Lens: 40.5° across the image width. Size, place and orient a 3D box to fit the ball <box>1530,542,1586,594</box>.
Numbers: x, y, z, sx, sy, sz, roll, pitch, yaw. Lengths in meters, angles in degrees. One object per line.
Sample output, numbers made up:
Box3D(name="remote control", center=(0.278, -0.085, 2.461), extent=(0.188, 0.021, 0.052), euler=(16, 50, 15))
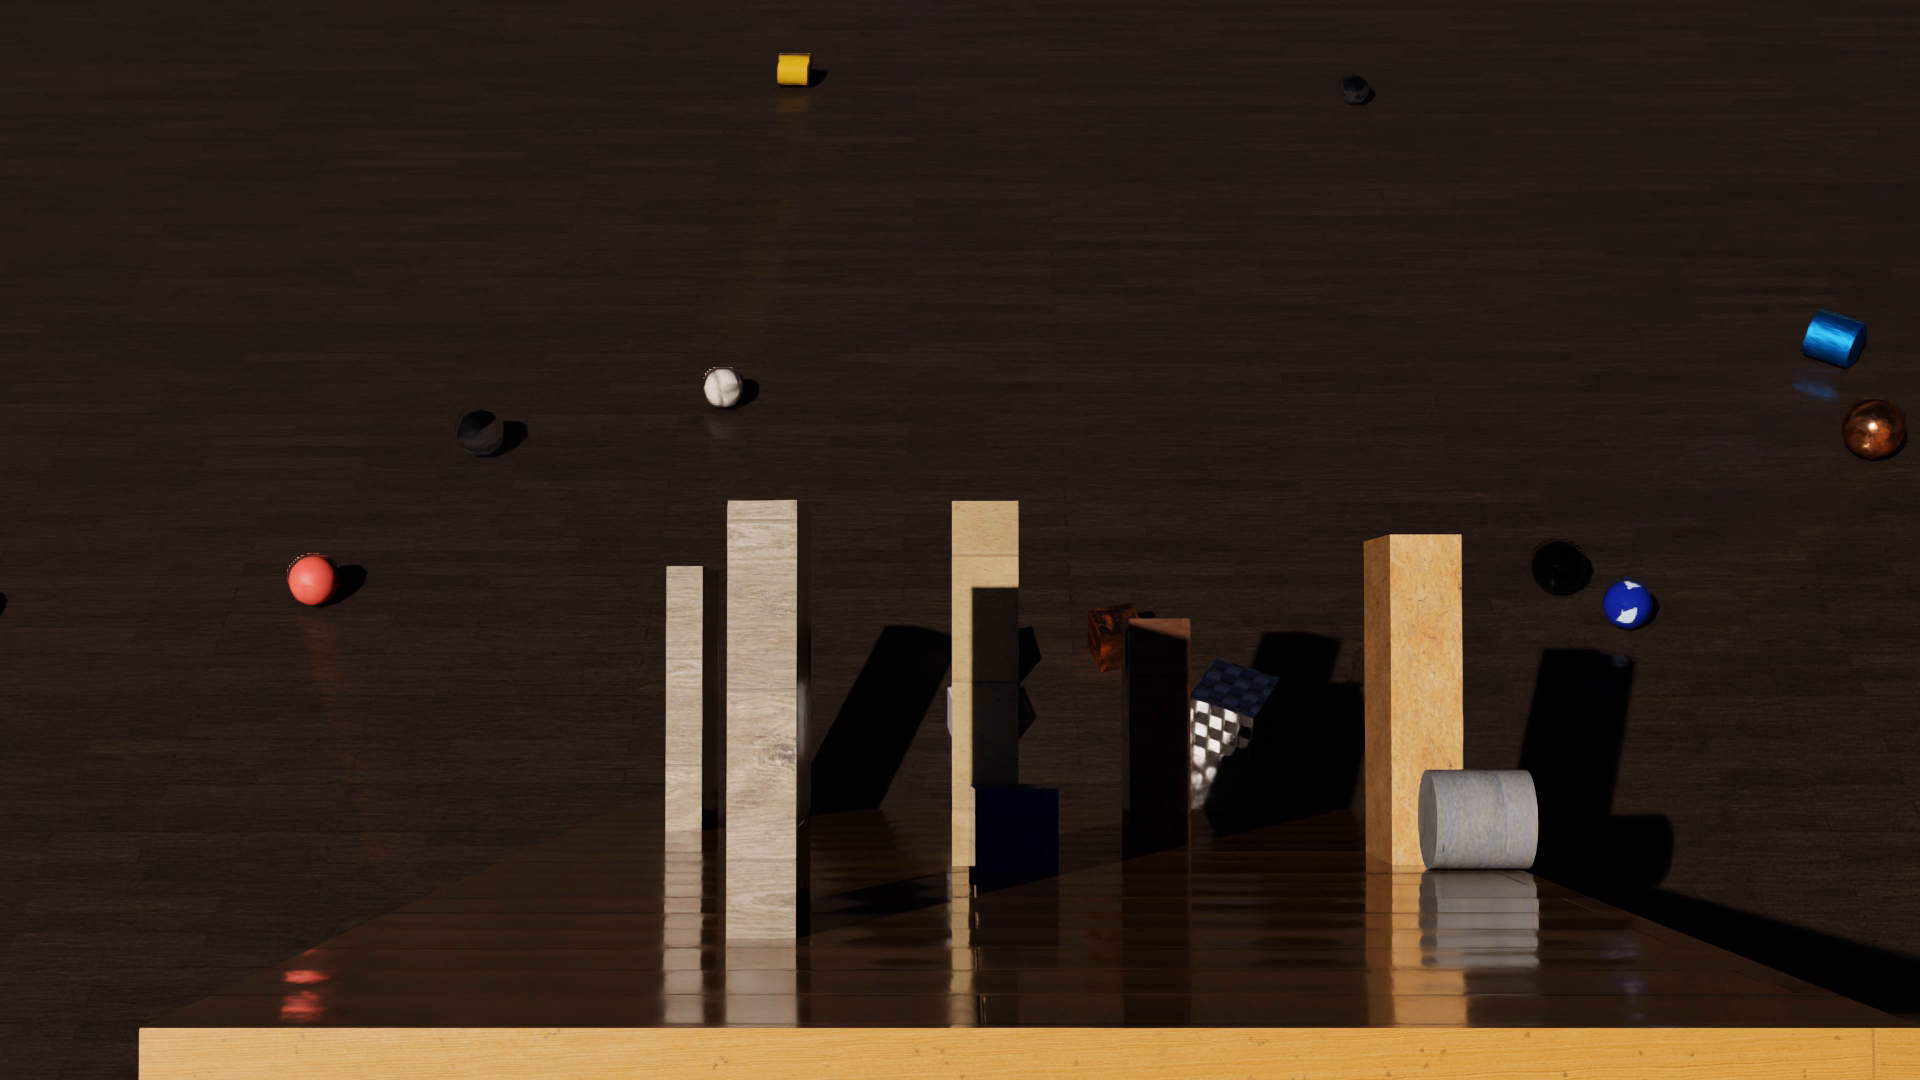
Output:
Box3D(name="ball", center=(1.784, 0.083, 7.758), extent=(0.159, 0.159, 0.159), euler=(0, 37, 0))

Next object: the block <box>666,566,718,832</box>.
Box3D(name="block", center=(-0.646, 0.379, 6.291), extent=(0.085, 0.620, 0.403), euler=(0, -2, 0))

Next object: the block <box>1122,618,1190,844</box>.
Box3D(name="block", center=(0.437, 0.423, 5.810), extent=(0.133, 0.492, 0.263), euler=(0, -2, 0))

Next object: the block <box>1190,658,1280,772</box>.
Box3D(name="block", center=(0.753, 0.482, 7.192), extent=(0.193, 0.193, 0.193), euler=(17, 40, 22))

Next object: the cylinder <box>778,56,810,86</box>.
Box3D(name="cylinder", center=(-0.663, -1.881, 10.427), extent=(0.120, 0.120, 0.120), euler=(3, 37, 2))

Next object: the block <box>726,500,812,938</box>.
Box3D(name="block", center=(-0.292, 0.271, 4.020), extent=(0.103, 0.645, 0.371), euler=(0, -2, 0))

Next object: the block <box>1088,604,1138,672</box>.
Box3D(name="block", center=(0.450, 0.282, 7.515), extent=(0.130, 0.130, 0.130), euler=(-8, 37, -11))

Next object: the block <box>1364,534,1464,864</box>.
Box3D(name="block", center=(0.923, 0.322, 5.308), extent=(0.141, 0.652, 0.336), euler=(0, -2, 0))

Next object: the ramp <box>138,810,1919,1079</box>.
Box3D(name="ramp", center=(0.081, 0.681, 4.910), extent=(2.000, 0.100, 4.000), euler=(0, -2, 0))

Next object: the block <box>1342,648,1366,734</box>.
Box3D(name="block", center=(1.169, 0.429, 7.284), extent=(0.169, 0.169, 0.169), euler=(8, 37, 11))

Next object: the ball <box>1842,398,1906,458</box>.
Box3D(name="ball", center=(2.922, -0.356, 8.320), extent=(0.192, 0.192, 0.192), euler=(0, 37, 0))

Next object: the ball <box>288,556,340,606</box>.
Box3D(name="ball", center=(-1.917, 0.121, 7.717), extent=(0.147, 0.147, 0.147), euler=(0, 37, 0))

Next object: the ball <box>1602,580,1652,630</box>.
Box3D(name="ball", center=(1.957, 0.190, 7.626), extent=(0.144, 0.144, 0.144), euler=(0, 37, 0))

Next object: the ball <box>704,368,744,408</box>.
Box3D(name="ball", center=(-0.778, -0.500, 8.565), extent=(0.130, 0.130, 0.130), euler=(0, 37, 0))

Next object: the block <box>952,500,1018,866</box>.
Box3D(name="block", center=(0.050, 0.287, 5.251), extent=(0.131, 0.717, 0.274), euler=(0, -2, 0))

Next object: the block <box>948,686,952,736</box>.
Box3D(name="block", center=(0.051, 0.497, 7.215), extent=(0.142, 0.142, 0.142), euler=(-9, 37, -11))

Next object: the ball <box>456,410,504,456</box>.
Box3D(name="ball", center=(-1.536, -0.344, 8.338), extent=(0.151, 0.151, 0.151), euler=(0, 37, 0))

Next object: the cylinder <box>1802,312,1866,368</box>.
Box3D(name="cylinder", center=(2.951, -0.675, 8.780), extent=(0.155, 0.155, 0.155), euler=(24, 43, 29))

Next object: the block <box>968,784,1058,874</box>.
Box3D(name="block", center=(0.102, 0.556, 5.021), extent=(0.159, 0.159, 0.159), euler=(0, -2, -4))

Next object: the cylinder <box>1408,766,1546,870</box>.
Box3D(name="cylinder", center=(1.001, 0.541, 5.035), extent=(0.192, 0.192, 0.192), euler=(5, 34, -18))

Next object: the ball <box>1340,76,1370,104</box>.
Box3D(name="ball", center=(1.565, -1.784, 10.305), extent=(0.114, 0.114, 0.114), euler=(0, 37, 0))
